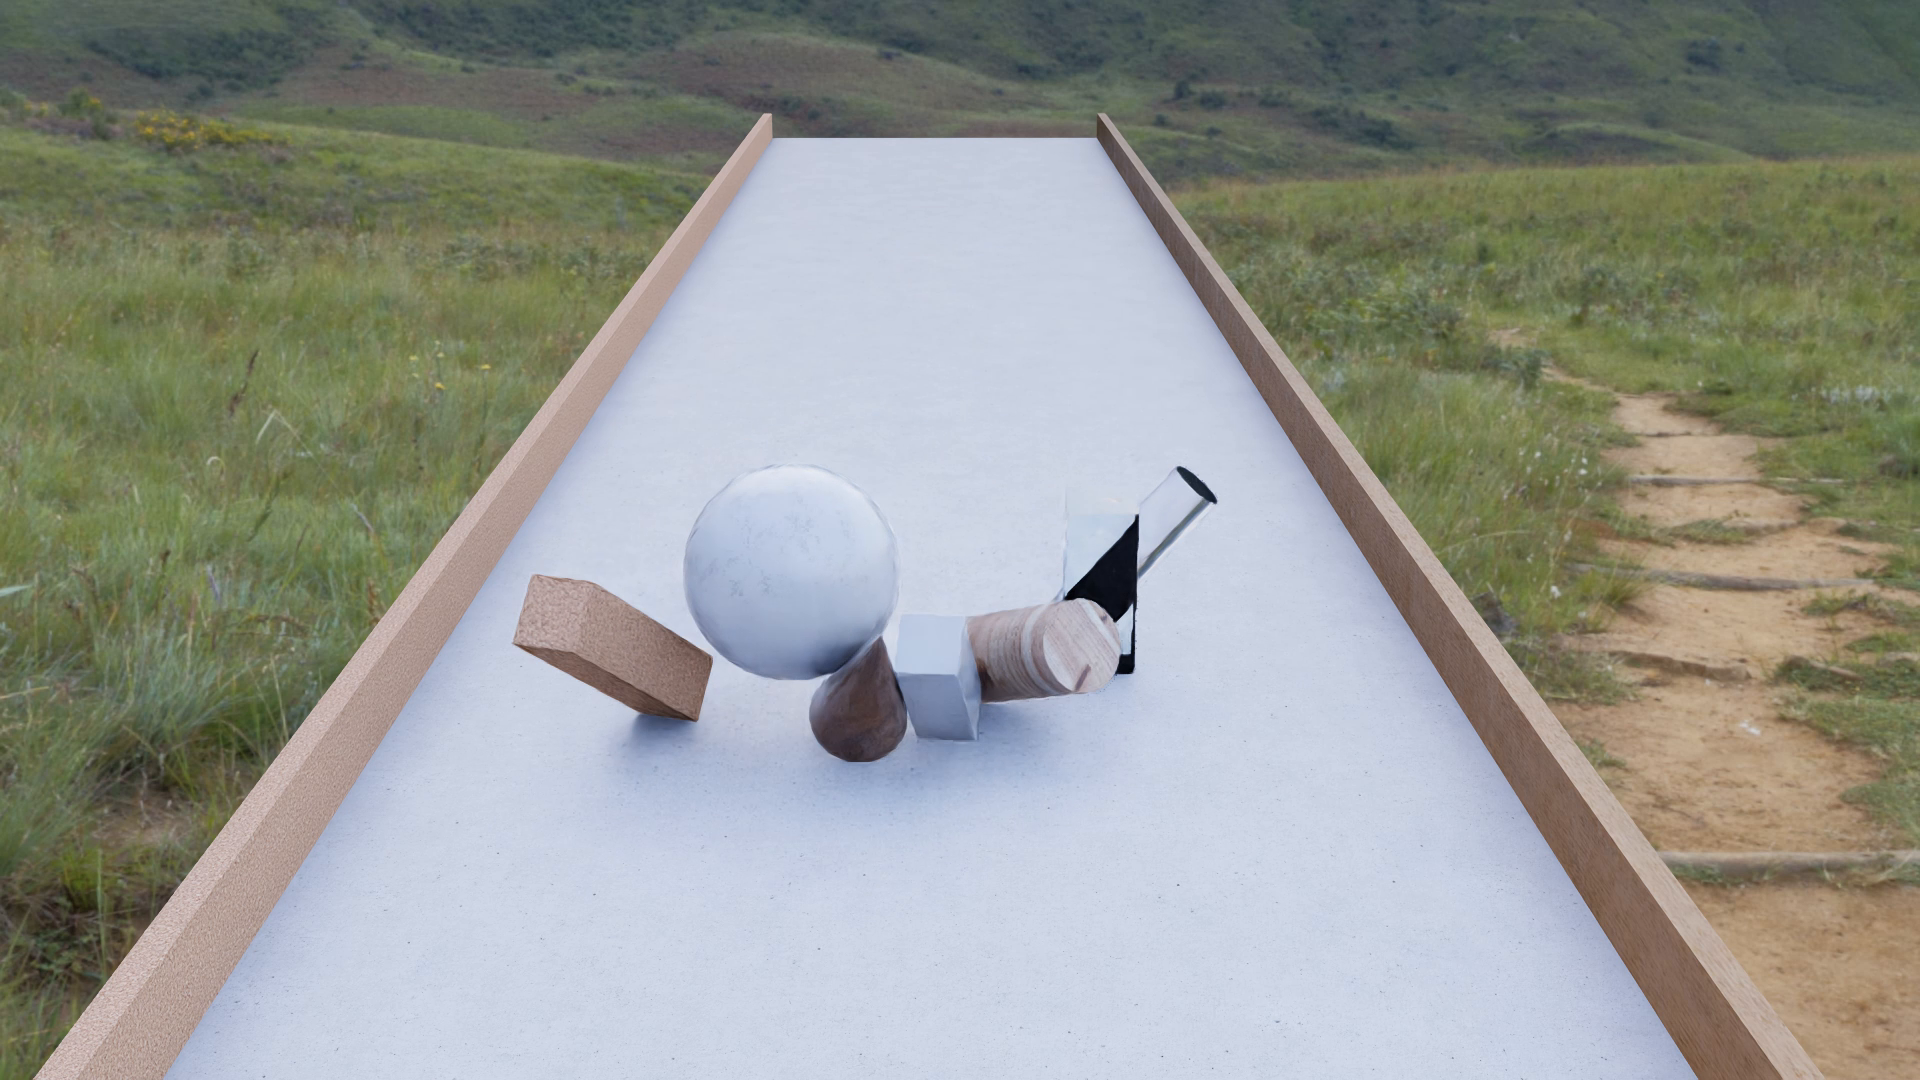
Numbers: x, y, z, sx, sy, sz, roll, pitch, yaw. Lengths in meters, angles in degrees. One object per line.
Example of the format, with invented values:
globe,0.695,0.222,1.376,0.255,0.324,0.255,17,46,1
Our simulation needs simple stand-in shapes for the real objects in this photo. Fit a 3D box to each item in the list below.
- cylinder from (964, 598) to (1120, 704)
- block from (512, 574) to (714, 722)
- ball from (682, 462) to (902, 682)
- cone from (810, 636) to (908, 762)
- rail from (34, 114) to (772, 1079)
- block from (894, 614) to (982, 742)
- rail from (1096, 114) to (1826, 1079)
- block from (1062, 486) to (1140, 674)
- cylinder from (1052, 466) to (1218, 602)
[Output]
cylinder,0.124,0.206,4.020,0.167,0.167,0.340,-11,0,-34
block,-0.610,0.198,3.925,0.125,0.125,0.457,6,-17,23
ball,-0.301,0.057,3.947,0.393,0.393,0.393,0,17,0
cone,-0.153,0.233,3.739,0.177,0.177,0.415,-3,-22,-9
rail,-1.118,-0.838,7.780,0.050,0.150,12.000,0,17,-1
block,-0.036,0.245,3.873,0.108,0.108,0.319,3,-25,8
rail,0.932,-0.844,7.801,0.050,0.150,12.000,0,17,-1
block,0.275,0.079,4.338,0.138,0.341,0.138,0,23,1
cylinder,0.344,0.032,4.452,0.110,0.404,0.110,37,19,-15
